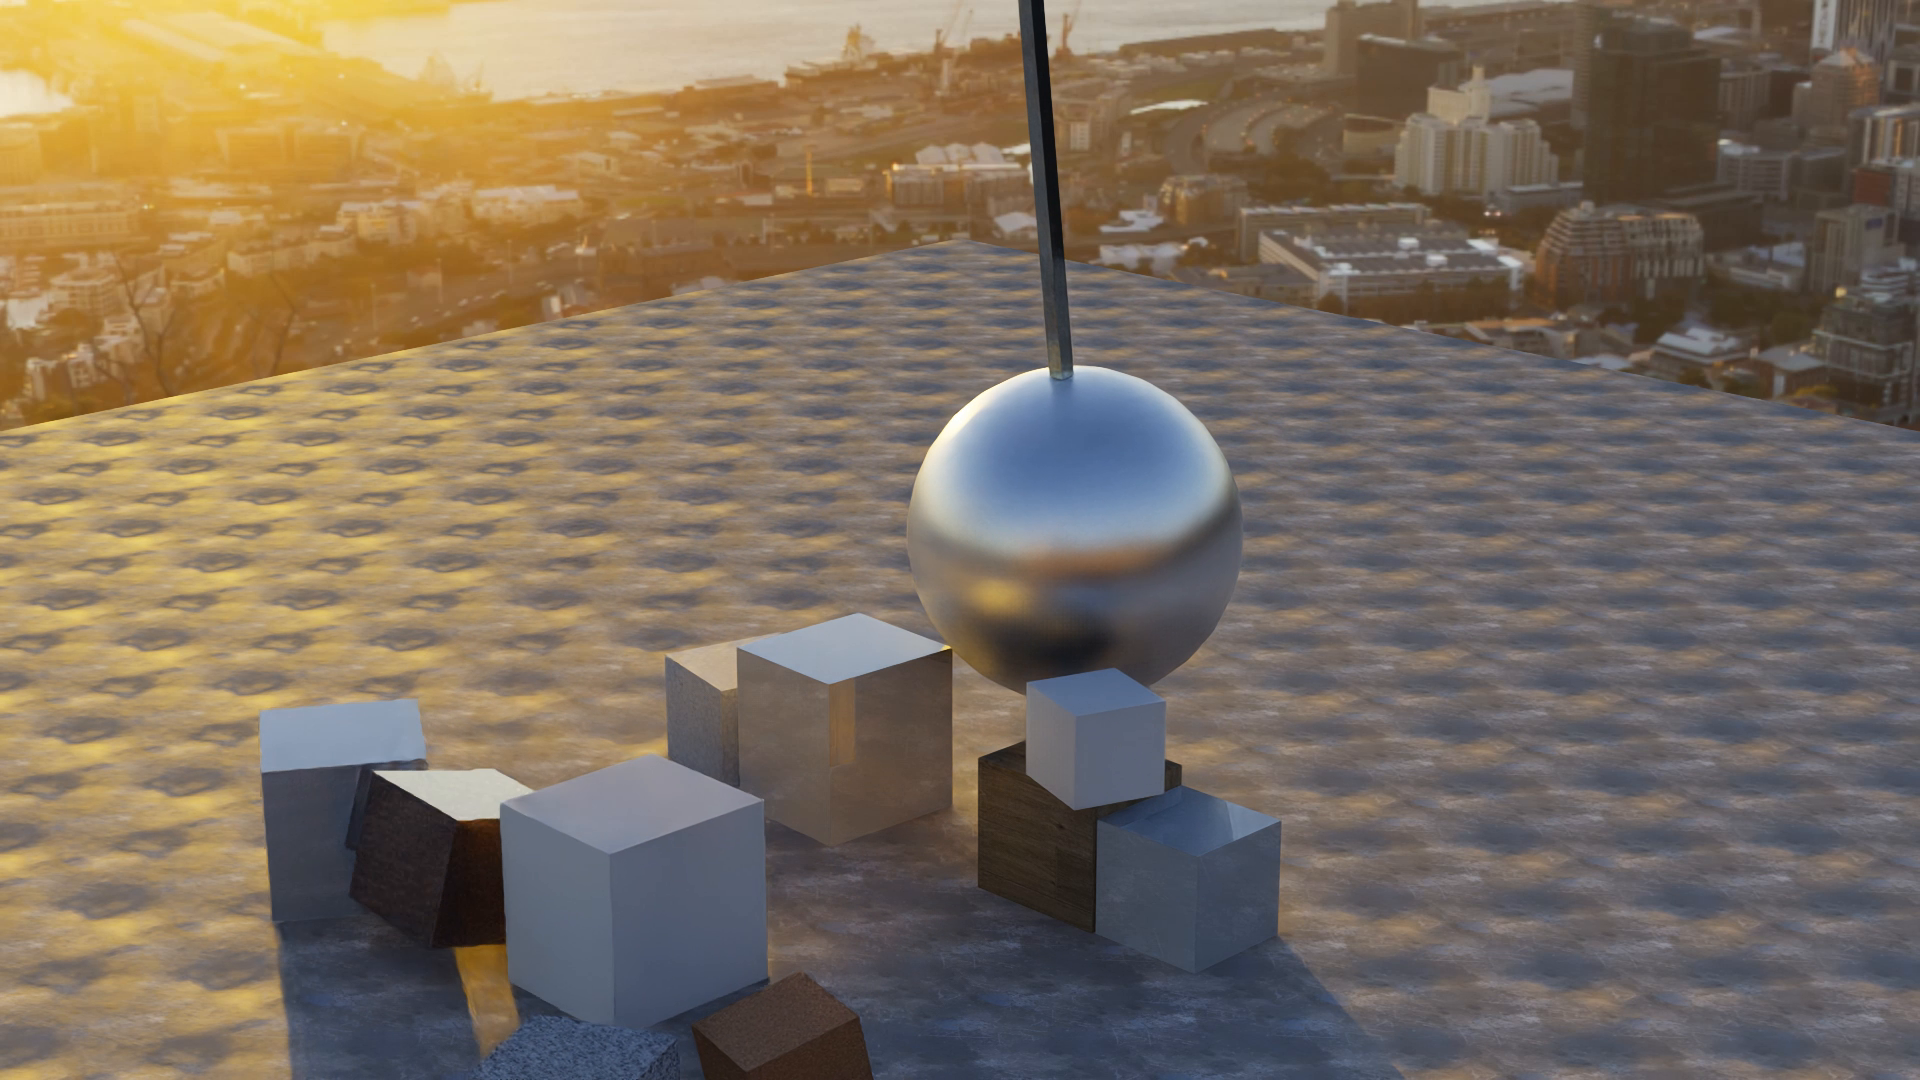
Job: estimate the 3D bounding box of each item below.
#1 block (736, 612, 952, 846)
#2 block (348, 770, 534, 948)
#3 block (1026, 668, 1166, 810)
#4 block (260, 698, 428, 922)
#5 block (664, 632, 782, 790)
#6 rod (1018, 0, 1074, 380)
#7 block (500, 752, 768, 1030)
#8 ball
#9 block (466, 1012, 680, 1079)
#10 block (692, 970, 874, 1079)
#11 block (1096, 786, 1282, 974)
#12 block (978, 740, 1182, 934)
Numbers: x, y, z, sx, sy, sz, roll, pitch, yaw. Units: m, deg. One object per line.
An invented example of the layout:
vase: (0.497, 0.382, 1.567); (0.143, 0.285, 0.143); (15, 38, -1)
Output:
block: (-0.552, 0.900, 14.128); (0.764, 0.811, 0.694); (-15, 23, -40)
block: (-2.147, 1.369, 12.688); (0.650, 0.569, 0.636); (3, 13, -46)
block: (0.589, 0.863, 12.782); (0.440, 0.431, 0.463); (-8, 19, -24)
block: (-2.780, 1.213, 13.291); (0.710, 0.715, 0.776); (-4, 18, -13)
block: (-1.040, 0.860, 14.706); (0.657, 0.541, 0.618); (-10, 20, -30)
rod: (0.236, -3.151, 12.599); (0.080, 5.200, 0.080); (17, 31, 42)
block: (-1.363, 1.474, 12.295); (0.807, 0.815, 0.744); (-16, 24, -42)
ball: (0.544, -0.027, 13.904); (1.600, 1.600, 1.600); (0, 17, 0)
block: (-1.397, 2.126, 10.669); (0.587, 0.547, 0.533); (6, 18, 18)
block: (-0.663, 1.997, 11.144); (0.489, 0.414, 0.455); (-23, 26, -25)
block: (0.992, 1.469, 12.770); (0.557, 0.540, 0.571); (-17, 24, -42)
block: (0.534, 1.289, 13.192); (0.582, 0.630, 0.701); (-17, 24, -42)
